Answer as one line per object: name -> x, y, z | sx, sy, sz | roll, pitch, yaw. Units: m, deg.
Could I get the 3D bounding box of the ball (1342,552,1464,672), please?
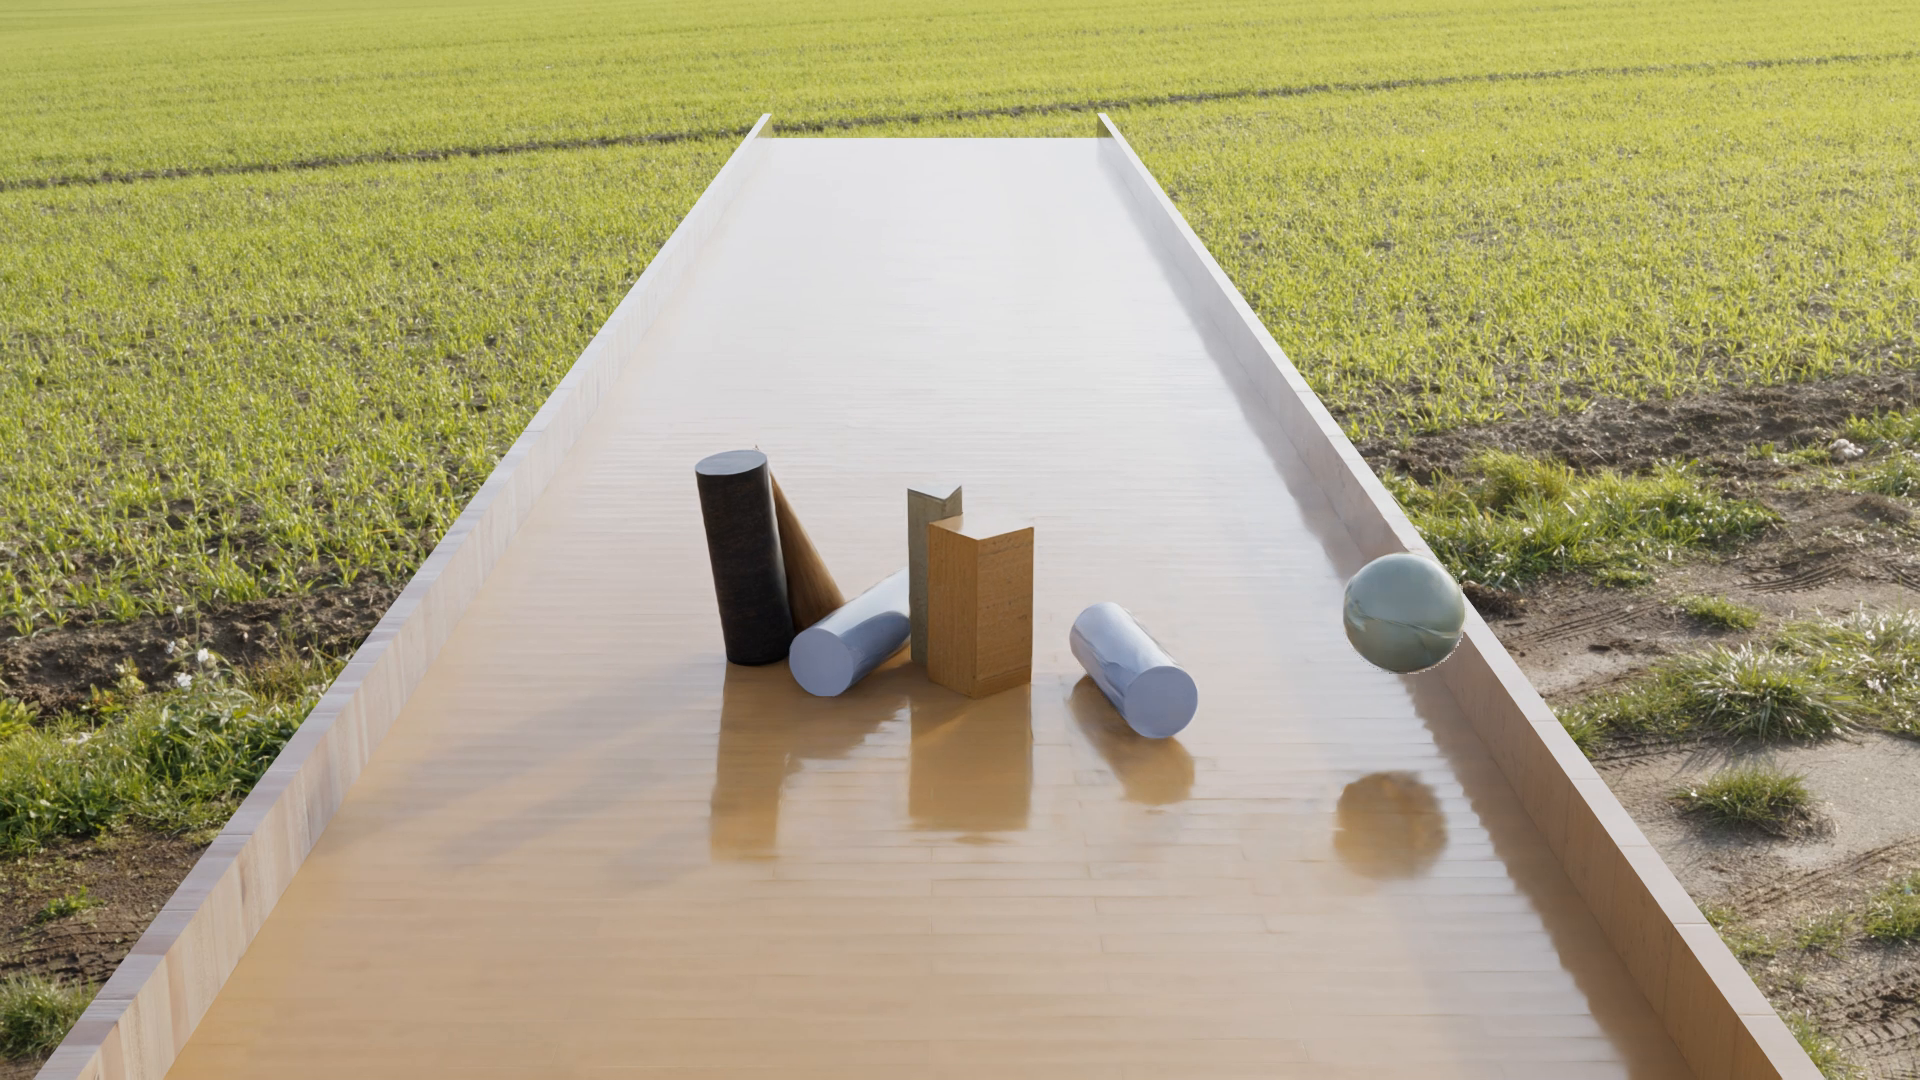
ball -> 0.811, 0.133, 4.027 | 0.221, 0.221, 0.221 | 0, 17, 0

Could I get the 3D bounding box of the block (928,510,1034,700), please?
block -> 0.039, 0.123, 4.253 | 0.144, 0.319, 0.144 | -14, 22, -39

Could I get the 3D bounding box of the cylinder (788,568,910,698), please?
cylinder -> -0.180, 0.178, 4.385 | 0.139, 0.139, 0.430 | 7, 18, 23

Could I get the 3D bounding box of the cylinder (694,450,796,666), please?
cylinder -> -0.423, 0.036, 4.364 | 0.143, 0.406, 0.143 | -6, 21, 2

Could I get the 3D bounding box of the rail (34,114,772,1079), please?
rail -> -1.118, -0.838, 7.780 | 0.050, 0.150, 12.000 | 0, 17, -1

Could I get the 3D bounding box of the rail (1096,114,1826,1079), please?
rail -> 0.932, -0.844, 7.801 | 0.050, 0.150, 12.000 | 0, 17, -1

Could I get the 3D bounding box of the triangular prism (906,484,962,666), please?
triangular prism -> -0.030, 0.070, 4.353 | 0.094, 0.360, 0.109 | -17, 24, -40

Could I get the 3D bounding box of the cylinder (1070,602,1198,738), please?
cylinder -> 0.324, 0.242, 4.166 | 0.141, 0.141, 0.376 | -4, 17, -12

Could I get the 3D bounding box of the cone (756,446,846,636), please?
cone -> -0.346, -0.003, 4.452 | 0.151, 0.422, 0.151 | -16, 19, 6
